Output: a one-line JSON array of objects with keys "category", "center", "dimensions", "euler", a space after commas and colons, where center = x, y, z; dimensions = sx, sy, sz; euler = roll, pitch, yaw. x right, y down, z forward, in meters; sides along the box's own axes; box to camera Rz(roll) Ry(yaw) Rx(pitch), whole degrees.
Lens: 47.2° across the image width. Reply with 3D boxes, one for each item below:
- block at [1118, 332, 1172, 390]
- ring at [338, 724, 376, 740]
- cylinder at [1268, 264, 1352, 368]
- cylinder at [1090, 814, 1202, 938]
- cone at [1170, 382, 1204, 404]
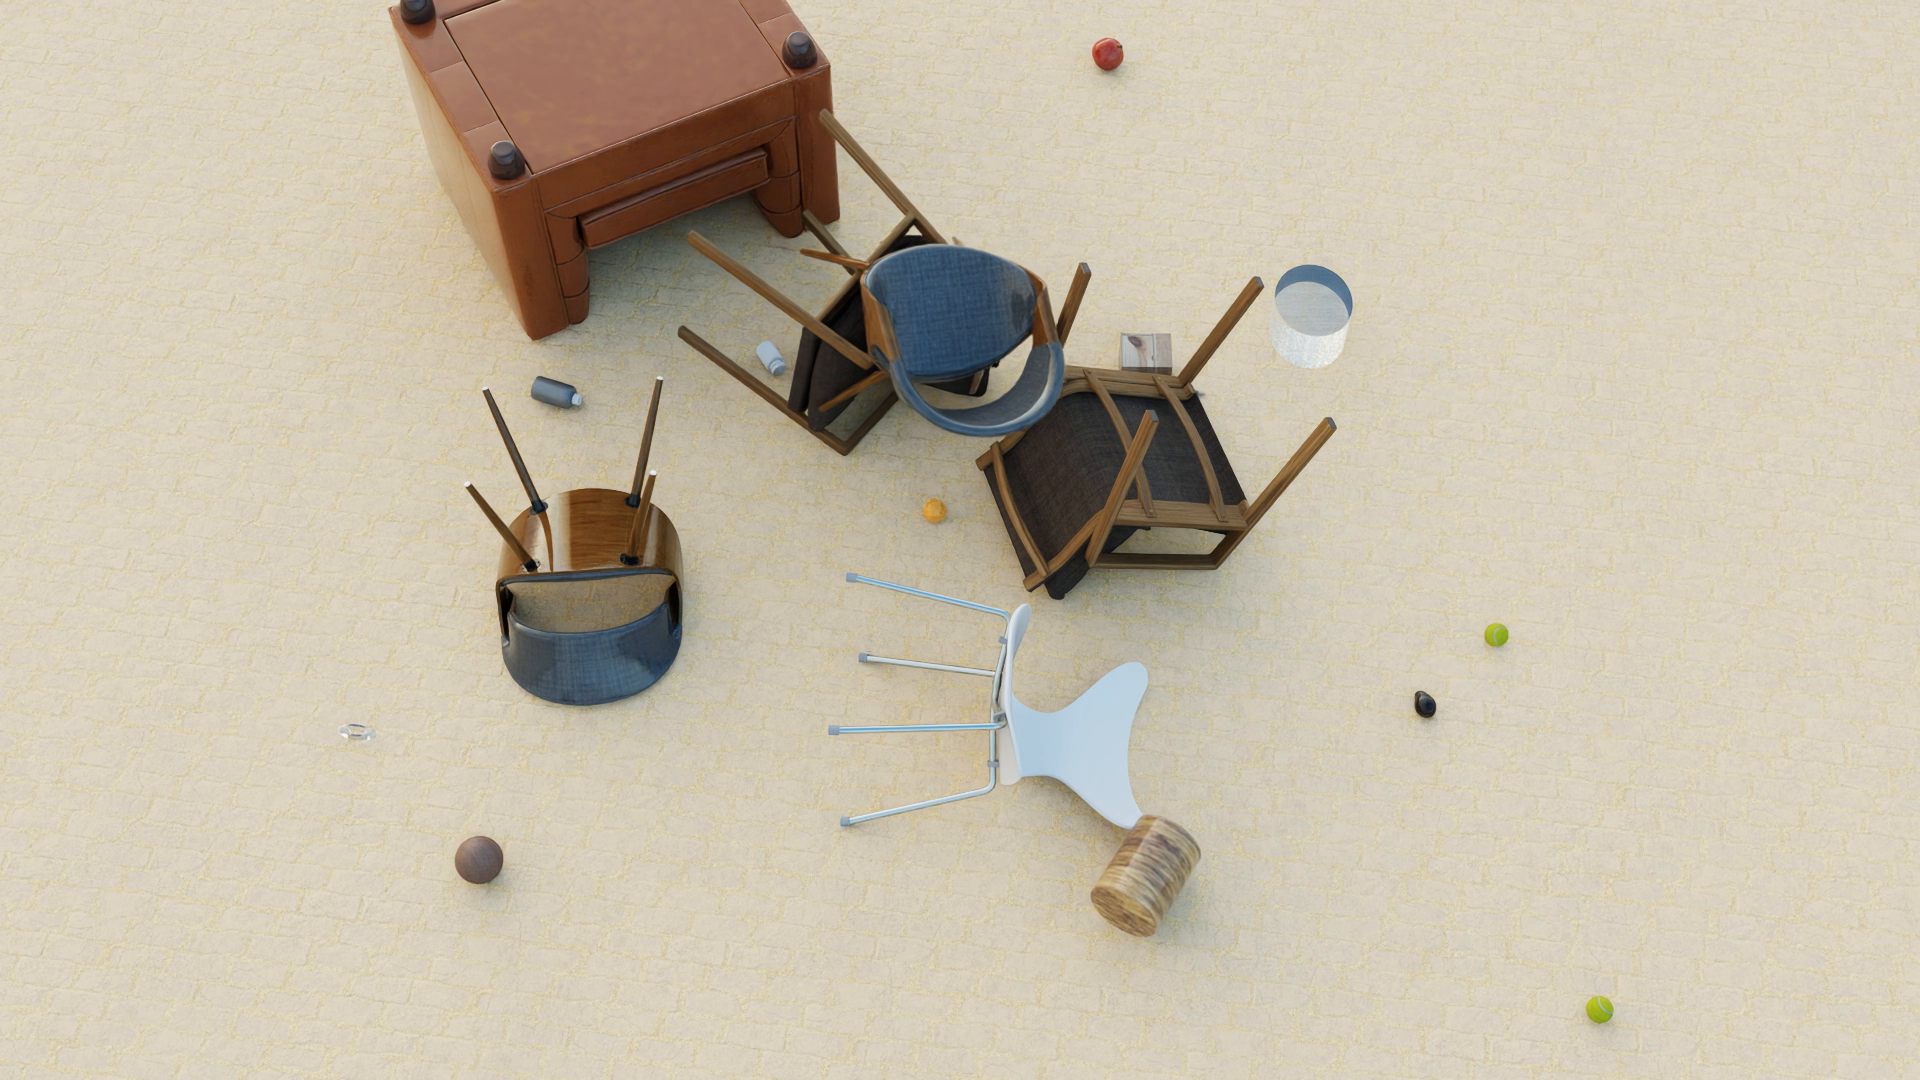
[{"category": "block", "center": [0.579, -0.558, 6.877], "dimensions": [0.157, 0.117, 0.134], "euler": [1, 56, 0]}, {"category": "ring", "center": [-1.698, 0.541, 6.195], "dimensions": [0.111, 0.027, 0.049], "euler": [7, 55, 4]}, {"category": "cylinder", "center": [1.108, -0.707, 6.953], "dimensions": [0.244, 0.159, 0.294], "euler": [-1, 56, 0]}, {"category": "cylinder", "center": [0.494, 0.892, 5.842], "dimensions": [0.197, 0.224, 0.249], "euler": [31, 61, 11]}, {"category": "cone", "center": [0.720, -0.458, 6.863], "dimensions": [0.103, 0.061, 0.085], "euler": [1, 36, -20]}]
